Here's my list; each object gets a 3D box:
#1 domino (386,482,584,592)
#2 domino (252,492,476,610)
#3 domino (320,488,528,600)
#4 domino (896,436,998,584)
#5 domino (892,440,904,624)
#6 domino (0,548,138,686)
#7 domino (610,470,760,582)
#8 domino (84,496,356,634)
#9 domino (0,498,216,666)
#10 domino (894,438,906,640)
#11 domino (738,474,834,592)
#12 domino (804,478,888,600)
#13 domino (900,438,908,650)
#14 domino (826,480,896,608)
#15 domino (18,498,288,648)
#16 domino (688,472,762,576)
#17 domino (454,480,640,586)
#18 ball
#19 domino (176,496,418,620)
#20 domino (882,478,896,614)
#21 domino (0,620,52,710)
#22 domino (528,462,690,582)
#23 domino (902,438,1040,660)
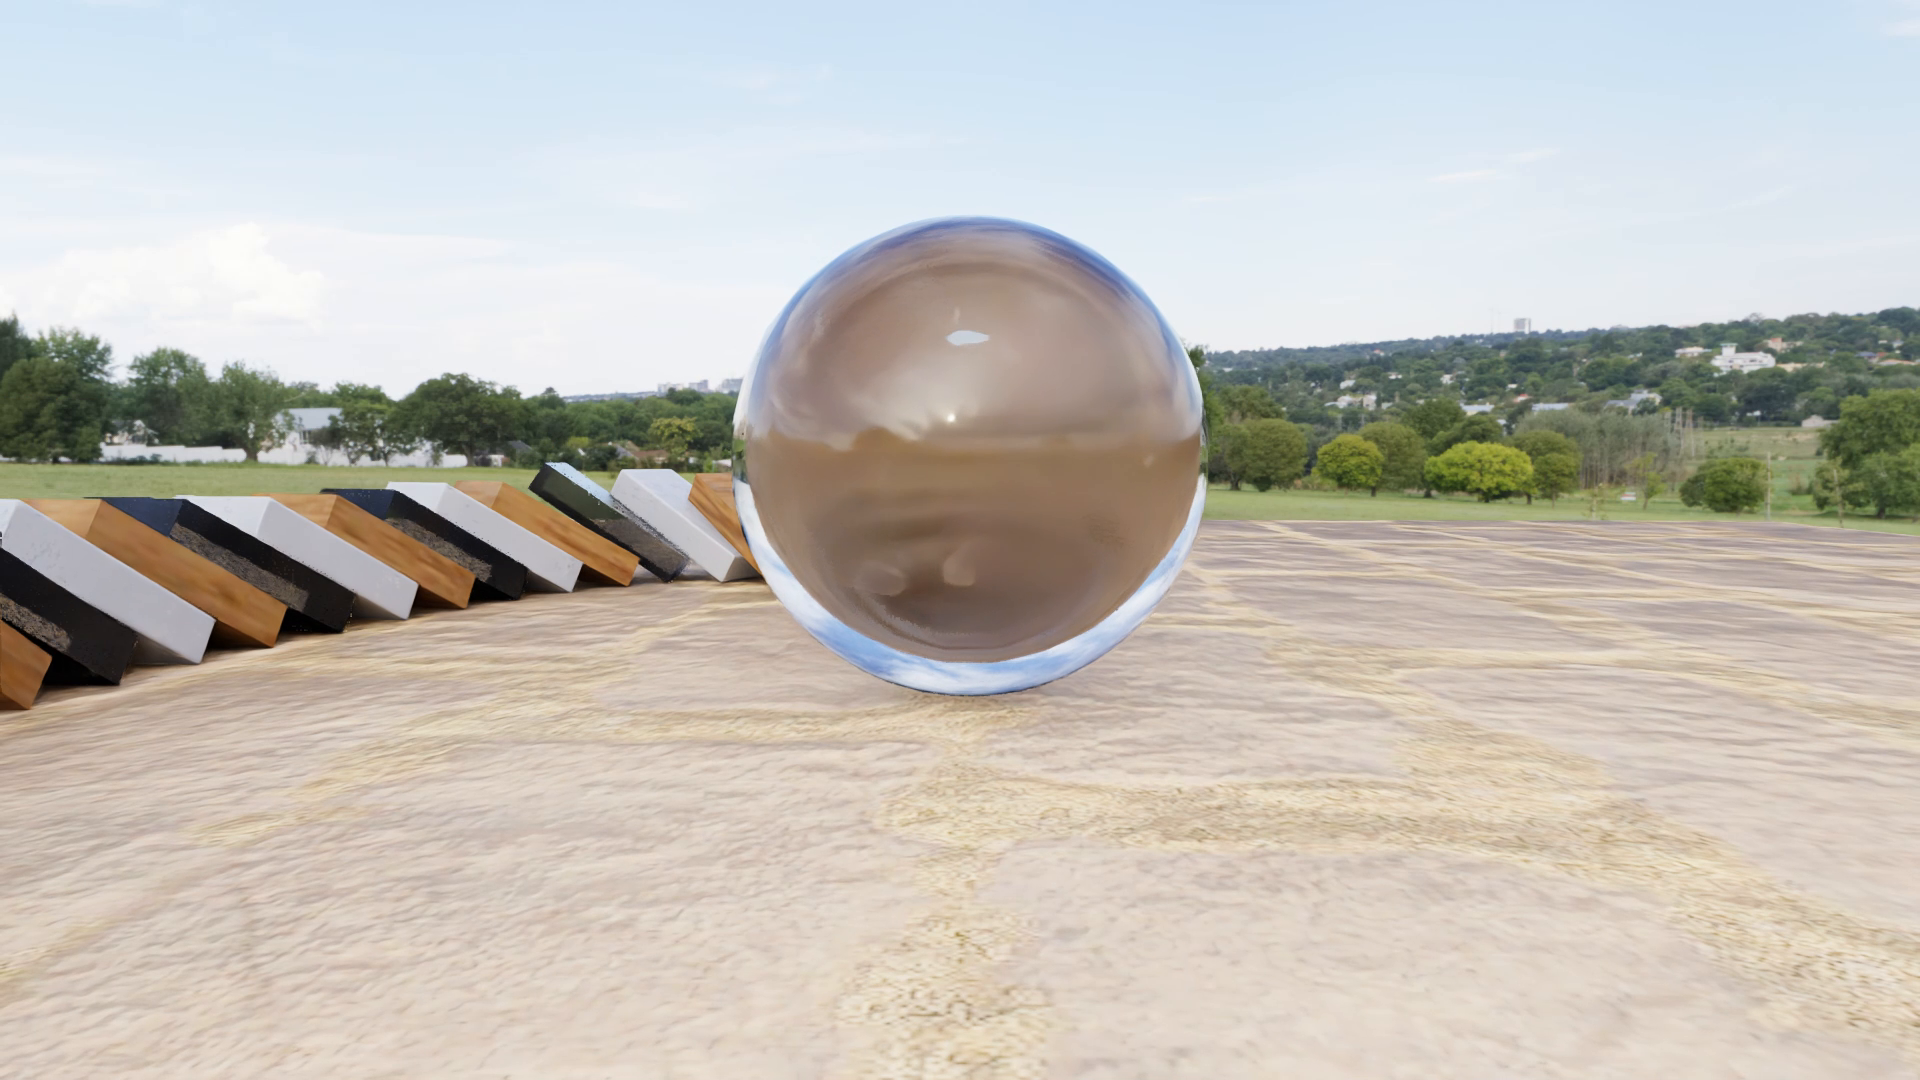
[{"bbox_3d":[-0.132,0.000,0.355,0.025,0.009,0.050,3,-24,33],"label":"domino"},{"bbox_3d":[-0.146,0.003,0.314,0.025,0.010,0.050,2,-22,19],"label":"domino"},{"bbox_3d":[-0.140,0.002,0.335,0.025,0.010,0.050,2,-23,24],"label":"domino"},{"bbox_3d":[-0.002,-0.002,0.304,0.025,0.050,0.010,-2,-37,-5],"label":"domino"},{"bbox_3d":[-0.004,-0.003,0.316,0.025,0.050,0.010,0,-37,-4],"label":"domino"},{"bbox_3d":[-0.162,0.009,0.208,0.025,0.010,0.050,0,-29,5],"label":"domino"},{"bbox_3d":[-0.085,-0.005,0.409,0.050,0.009,0.025,35,17,19],"label":"domino"},{"bbox_3d":[-0.156,0.006,0.272,0.025,0.010,0.050,1,-24,16],"label":"domino"},{"bbox_3d":[-0.161,0.009,0.229,0.025,0.009,0.050,1,-26,8],"label":"domino"},{"bbox_3d":[-0.002,-0.001,0.291,0.025,0.050,0.009,0,-37,-4],"label":"domino"},{"bbox_3d":[-0.045,-0.003,0.390,0.025,0.009,0.050,-3,35,-37],"label":"domino"},{"bbox_3d":[-0.028,-0.001,0.373,0.025,0.010,0.050,-1,33,-19],"label":"domino"},{"bbox_3d":[0.000,0.000,0.278,0.025,0.050,0.009,0,-37,-4],"label":"domino"},{"bbox_3d":[-0.019,0.000,0.355,0.025,0.009,0.050,-1,33,-19],"label":"domino"},{"bbox_3d":[-0.160,0.007,0.251,0.025,0.009,0.050,1,-25,13],"label":"domino"},{"bbox_3d":[-0.061,-0.004,0.404,0.025,0.010,0.050,-4,36,-46],"label":"domino"},{"bbox_3d":[-0.121,-0.002,0.374,0.025,0.010,0.050,4,-23,41],"label":"domino"},{"bbox_3d":[0.002,-0.014,0.217,0.080,0.080,0.080,0,4,0],"label":"ball"},{"bbox_3d":[-0.151,0.005,0.293,0.025,0.009,0.050,1,-23,16],"label":"domino"},{"bbox_3d":[-0.008,0.001,0.335,0.025,0.009,0.050,1,33,-4],"label":"domino"},{"bbox_3d":[-0.162,0.010,0.187,0.025,0.009,0.050,0,-32,2],"label":"domino"},{"bbox_3d":[-0.108,-0.006,0.400,0.050,0.009,0.025,35,1,-5],"label":"domino"},{"bbox_3d":[0.001,0.001,0.266,0.025,0.050,0.010,0,-37,-4],"label":"domino"}]
